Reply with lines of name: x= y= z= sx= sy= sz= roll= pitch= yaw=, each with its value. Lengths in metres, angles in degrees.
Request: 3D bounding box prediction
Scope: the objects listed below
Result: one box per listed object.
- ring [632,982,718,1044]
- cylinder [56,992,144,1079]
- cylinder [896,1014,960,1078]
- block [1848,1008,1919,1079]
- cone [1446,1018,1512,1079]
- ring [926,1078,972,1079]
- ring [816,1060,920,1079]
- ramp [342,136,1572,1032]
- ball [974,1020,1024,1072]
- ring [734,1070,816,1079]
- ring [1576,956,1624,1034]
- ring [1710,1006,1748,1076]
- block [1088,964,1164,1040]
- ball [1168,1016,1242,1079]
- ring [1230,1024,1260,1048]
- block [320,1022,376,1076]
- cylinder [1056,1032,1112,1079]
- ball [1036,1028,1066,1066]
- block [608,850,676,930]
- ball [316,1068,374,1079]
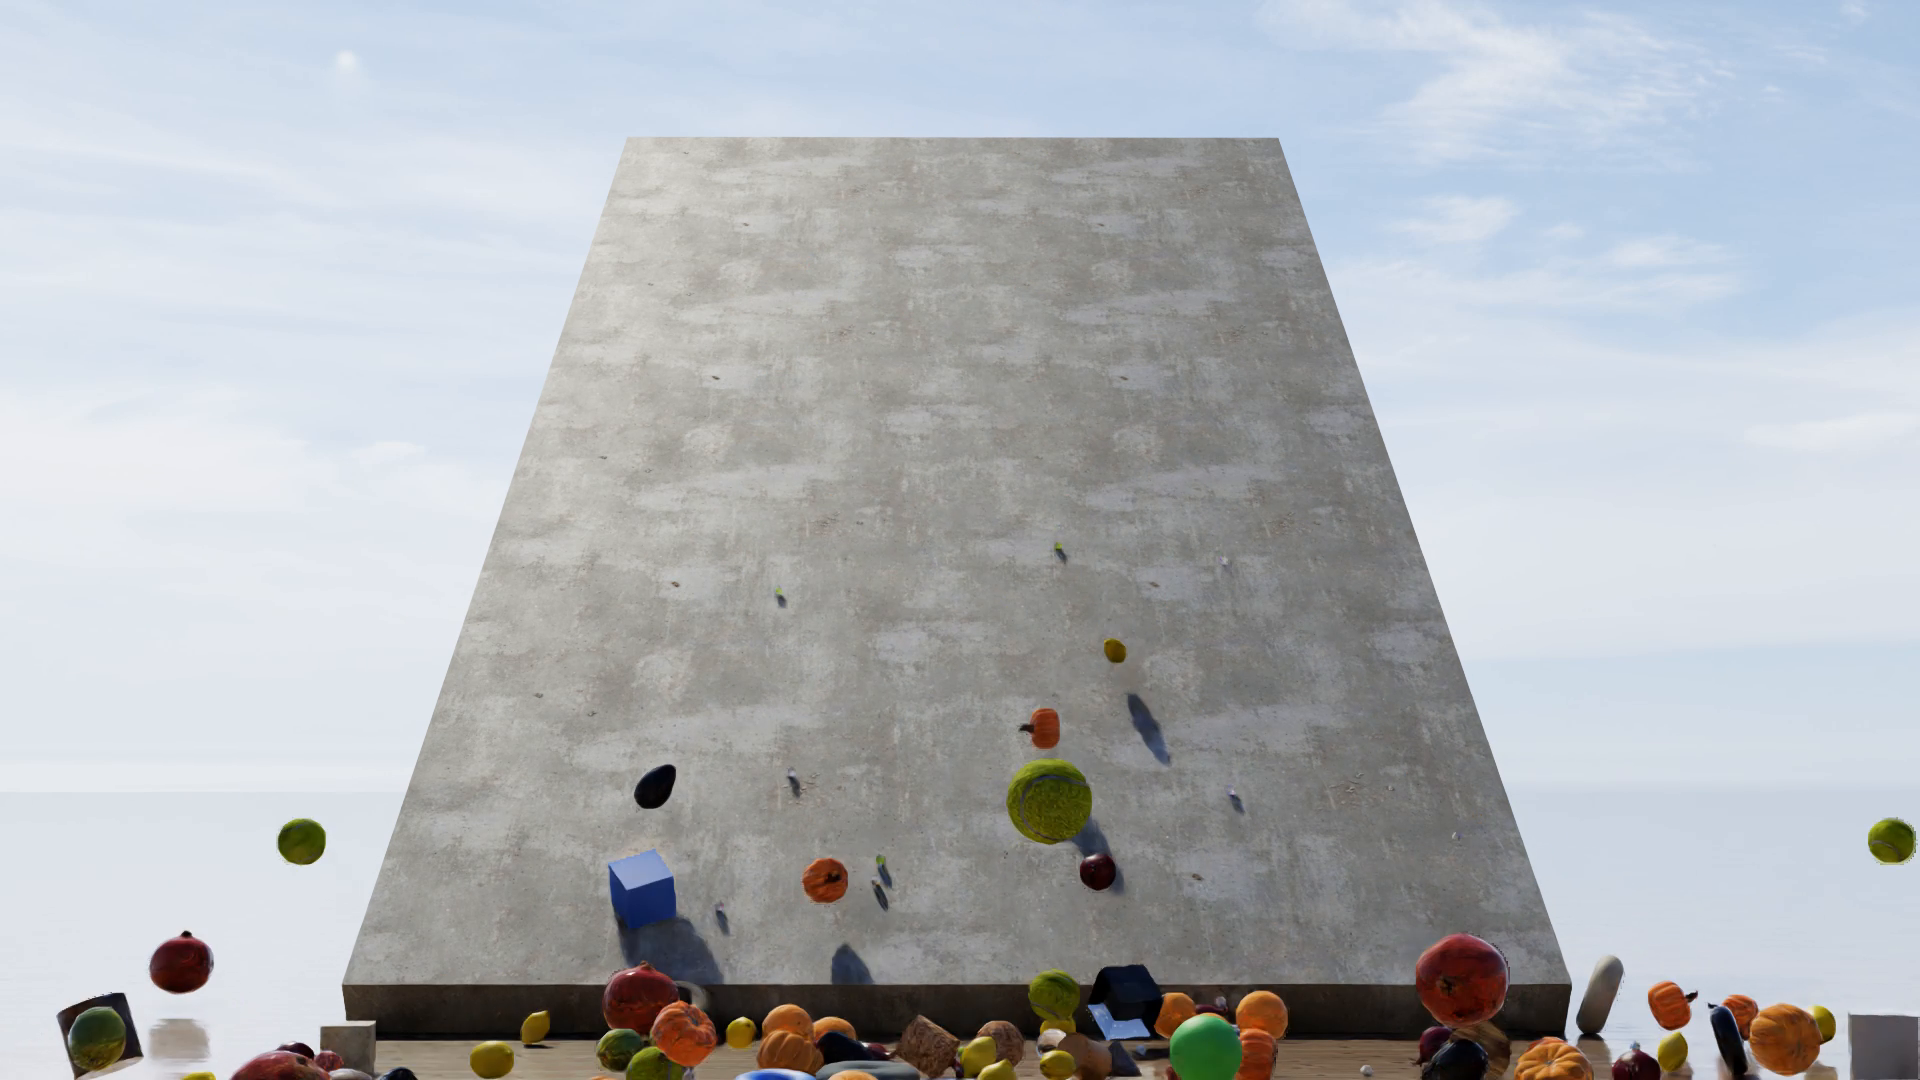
ring: x=-0.450 y=0.748 z=3.806 sx=0.135 sy=0.045 sz=0.135 roll=1 pitch=27 yaw=-1
cylinder: x=-1.109 y=0.641 z=3.105 sx=0.088 sy=0.088 sz=0.088 roll=-20 pitch=-12 yaw=-5
cylinder: x=-0.041 y=0.638 z=3.028 sx=0.059 sy=0.059 sz=0.059 roll=30 pitch=4 yaw=19
block: x=1.277 y=0.698 z=3.319 sx=0.092 sy=0.092 sz=0.092 roll=-2 pitch=-6 yaw=17
cone: x=0.723 y=0.705 z=3.289 sx=0.090 sy=0.090 sz=0.090 roll=-3 pitch=-19 yaw=30
ring: x=-0.016 y=0.684 z=2.938 sx=0.126 sy=0.042 sz=0.126 roll=0 pitch=-4 yaw=0
ring: x=-0.119 y=0.697 z=3.089 sx=0.139 sy=0.046 sz=0.139 roll=0 pitch=-5 yaw=0
ramp: x=-0.013 y=-0.215 z=5.676 sx=2.000 sy=0.100 sz=4.000 roll=0 pitch=29 yaw=0
ball: x=0.051 y=0.662 z=3.149 sx=0.067 sy=0.067 sz=0.067 roll=0 pitch=-6 yaw=0
ring: x=-0.233 y=0.693 z=3.023 sx=0.116 sy=0.039 sz=0.116 roll=0 pitch=0 yaw=0
ring: x=1.047 y=0.744 z=3.937 sx=0.045 sy=0.136 sz=0.136 roll=21 pitch=0 yaw=17
ring: x=1.074 y=0.699 z=3.359 sx=0.033 sy=0.098 sz=0.098 roll=-19 pitch=-11 yaw=14
block: x=0.254 y=0.708 z=3.688 sx=0.077 sy=0.077 sz=0.077 roll=0 pitch=34 yaw=-25
ball: x=0.260 y=0.543 z=2.550 sx=0.077 sy=0.077 sz=0.077 roll=0 pitch=-6 yaw=0
ring: x=0.421 y=0.769 z=3.733 sx=0.091 sy=0.030 sz=0.091 roll=5 pitch=-6 yaw=0
block: x=-0.864 y=0.718 z=3.397 sx=0.068 sy=0.068 sz=0.068 roll=1 pitch=-6 yaw=-7
cylinder: x=0.167 y=0.699 z=3.242 sx=0.055 sy=0.055 sz=0.055 roll=-6 pitch=-33 yaw=43
ball: x=0.136 y=0.735 z=3.488 sx=0.053 sy=0.053 sz=0.053 roll=0 pitch=-6 yaw=0
block: x=-0.535 y=0.589 z=4.055 sx=0.084 sy=0.084 sz=0.084 roll=-15 pitch=33 yaw=-25
ball: x=-0.671 y=0.625 z=2.622 sx=0.096 sy=0.096 sz=0.096 roll=0 pitch=-6 yaw=0
